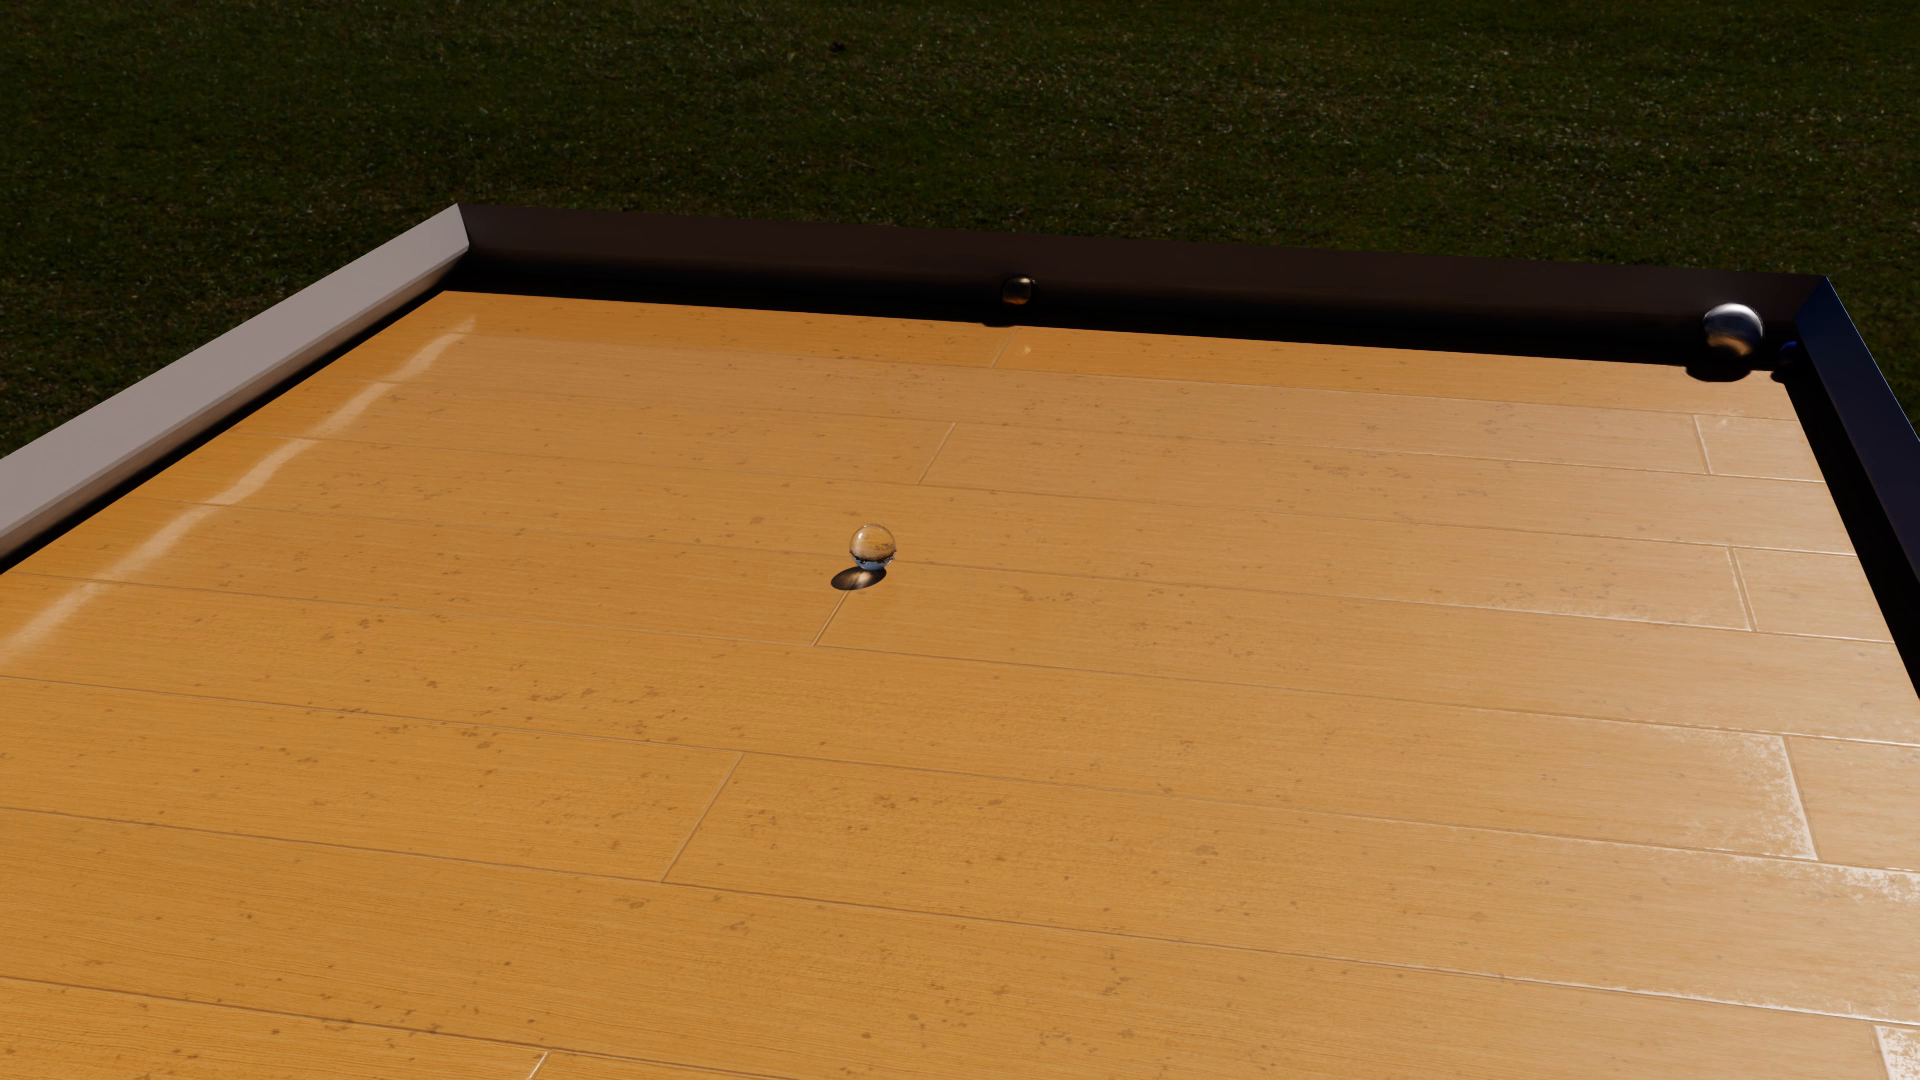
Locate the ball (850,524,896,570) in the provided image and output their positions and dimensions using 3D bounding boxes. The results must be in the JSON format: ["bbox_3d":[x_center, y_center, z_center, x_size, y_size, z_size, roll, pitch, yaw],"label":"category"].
[{"bbox_3d":[-0.102,0.009,2.563,0.054,0.054,0.054,0,22,0],"label":"ball"}]

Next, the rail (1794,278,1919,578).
[{"bbox_3d":[0.835,0.460,1.379,0.045,0.116,4.350,5,23,11],"label":"rail"}]

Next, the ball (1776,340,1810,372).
[{"bbox_3d":[1.233,-0.271,3.253,0.047,0.047,0.047,0,22,0],"label":"ball"}]

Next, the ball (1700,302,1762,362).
[{"bbox_3d":[1.154,-0.310,3.294,0.089,0.089,0.089,0,22,0],"label":"ball"}]

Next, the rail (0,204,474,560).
[{"bbox_3d":[-1.286,0.290,1.794,0.045,0.116,4.350,5,23,11],"label":"rail"}]

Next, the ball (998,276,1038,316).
[{"bbox_3d":[0.093,-0.392,3.527,0.064,0.064,0.064,0,22,0],"label":"ball"}]

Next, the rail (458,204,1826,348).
[{"bbox_3d":[0.220,-0.424,3.534,2.216,0.116,0.045,5,23,11],"label":"rail"}]
